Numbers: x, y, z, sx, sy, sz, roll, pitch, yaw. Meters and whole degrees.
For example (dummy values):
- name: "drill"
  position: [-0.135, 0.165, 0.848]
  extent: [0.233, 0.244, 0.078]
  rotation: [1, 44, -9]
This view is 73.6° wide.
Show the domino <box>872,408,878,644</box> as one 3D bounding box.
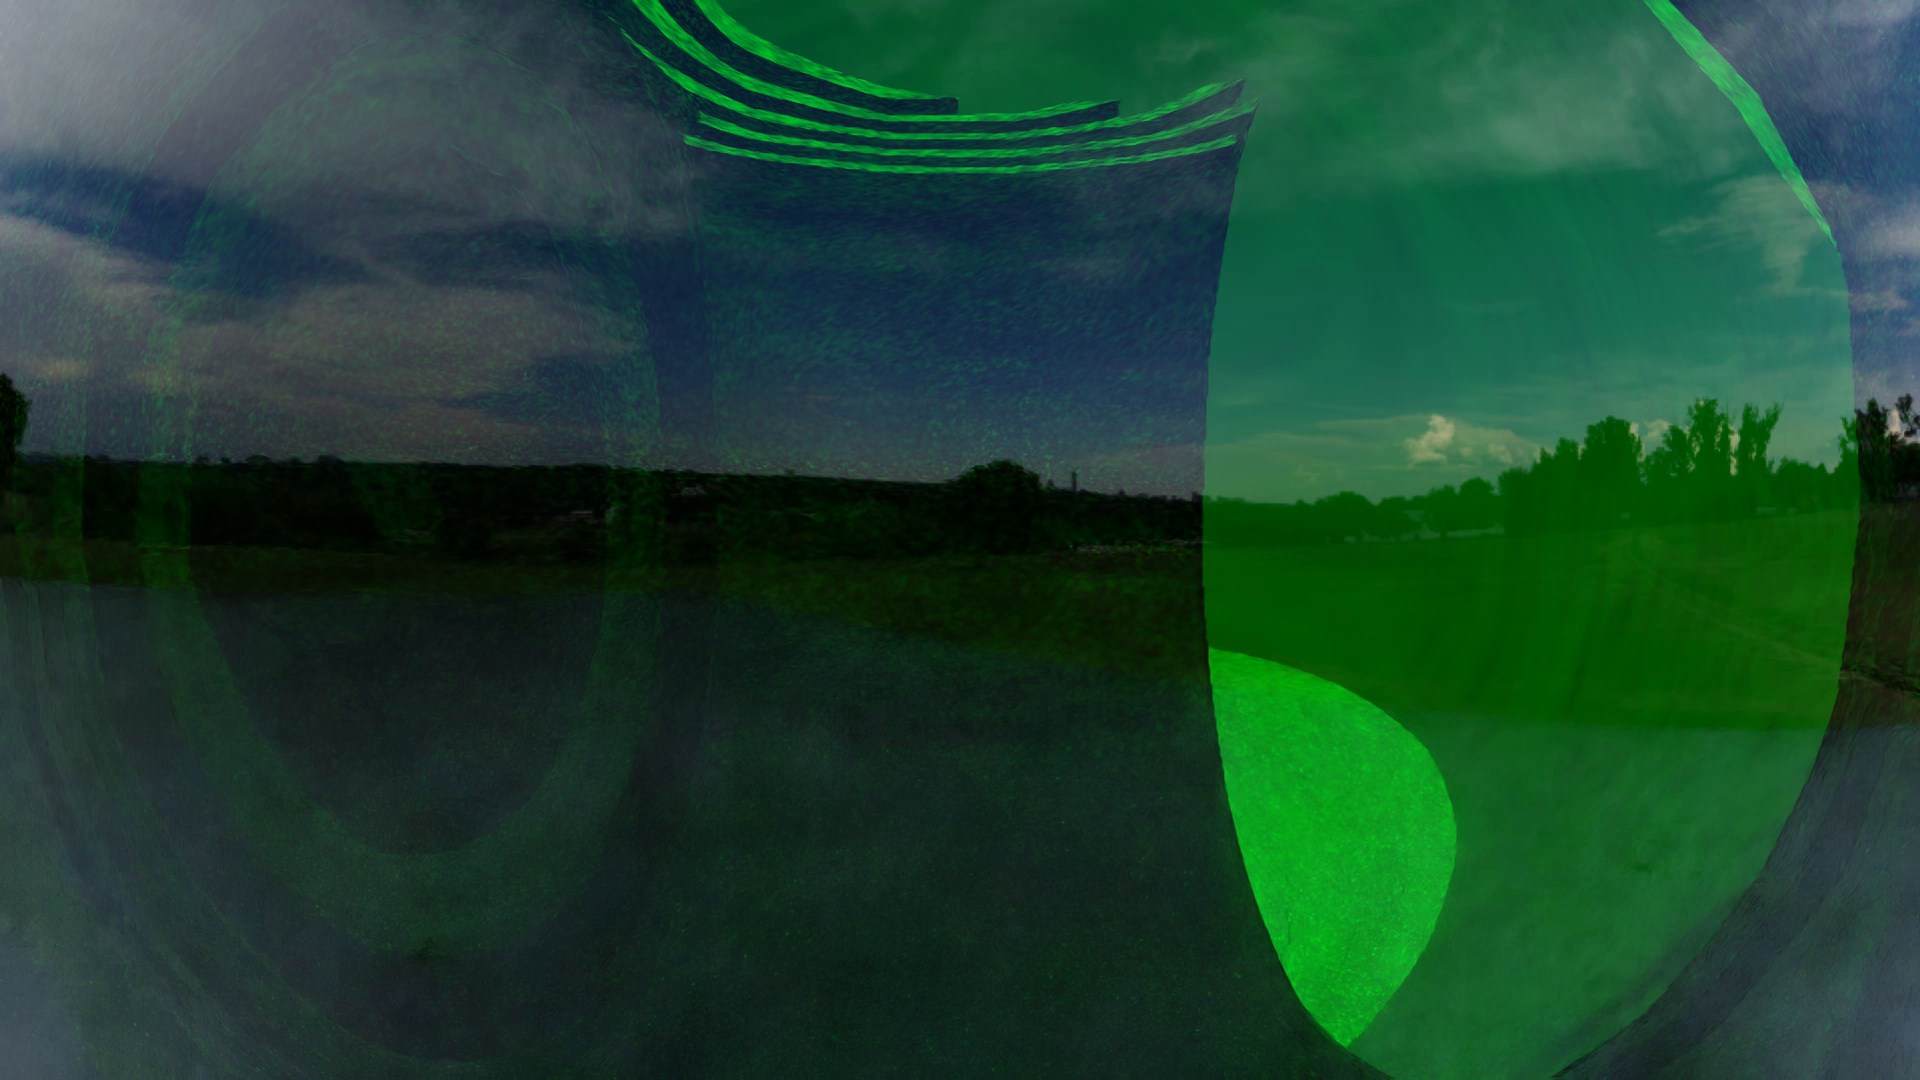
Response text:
- name: "domino"
  position: [-0.005, -0.003, 0.273]
  extent: [0.025, 0.050, 0.009]
  rotation: [-1, 4, -15]

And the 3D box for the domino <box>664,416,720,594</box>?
- name: "domino"
  position: [-0.072, -0.010, 0.373]
  extent: [0.010, 0.050, 0.025]
  rotation: [3, 5, 38]

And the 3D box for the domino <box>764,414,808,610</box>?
- name: "domino"
  position: [-0.038, -0.008, 0.339]
  extent: [0.025, 0.050, 0.009]
  rotation: [-3, 5, -37]

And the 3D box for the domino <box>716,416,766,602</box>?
- name: "domino"
  position: [-0.054, -0.009, 0.357]
  extent: [0.025, 0.050, 0.009]
  rotation: [-4, 6, -45]

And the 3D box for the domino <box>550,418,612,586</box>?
- name: "domino"
  position: [-0.115, -0.012, 0.398]
  extent: [0.009, 0.050, 0.025]
  rotation: [2, 5, 23]

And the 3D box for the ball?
- name: "ball"
  position: [0.000, -0.002, 0.056]
  extent: [0.080, 0.080, 0.080]
  rotation: [0, 4, 0]

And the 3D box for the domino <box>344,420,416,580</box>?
- name: "domino"
  position: [-0.186, -0.013, 0.412]
  extent: [0.009, 0.050, 0.025]
  rotation: [0, 4, 1]

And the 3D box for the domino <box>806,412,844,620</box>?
- name: "domino"
  position: [-0.024, -0.006, 0.318]
  extent: [0.025, 0.050, 0.010]
  rotation: [-2, 5, -30]

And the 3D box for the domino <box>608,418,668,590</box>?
- name: "domino"
  position: [-0.093, -0.011, 0.387]
  extent: [0.010, 0.050, 0.025]
  rotation: [3, 5, 30]

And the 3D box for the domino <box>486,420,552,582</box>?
- name: "domino"
  position: [-0.138, -0.013, 0.406]
  extent: [0.010, 0.050, 0.025]
  rotation: [1, 4, 16]

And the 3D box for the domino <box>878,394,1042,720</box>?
- name: "domino"
  position: [0.000, 0.002, 0.201]
  extent: [0.025, 0.050, 0.010]
  rotation: [0, 4, 0]

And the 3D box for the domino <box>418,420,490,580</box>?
- name: "domino"
  position: [-0.162, -0.013, 0.411]
  extent: [0.009, 0.050, 0.025]
  rotation: [1, 4, 7]

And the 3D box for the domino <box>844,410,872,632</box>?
- name: "domino"
  position: [-0.013, -0.005, 0.297]
  extent: [0.025, 0.050, 0.009]
  rotation: [-2, 5, -23]
